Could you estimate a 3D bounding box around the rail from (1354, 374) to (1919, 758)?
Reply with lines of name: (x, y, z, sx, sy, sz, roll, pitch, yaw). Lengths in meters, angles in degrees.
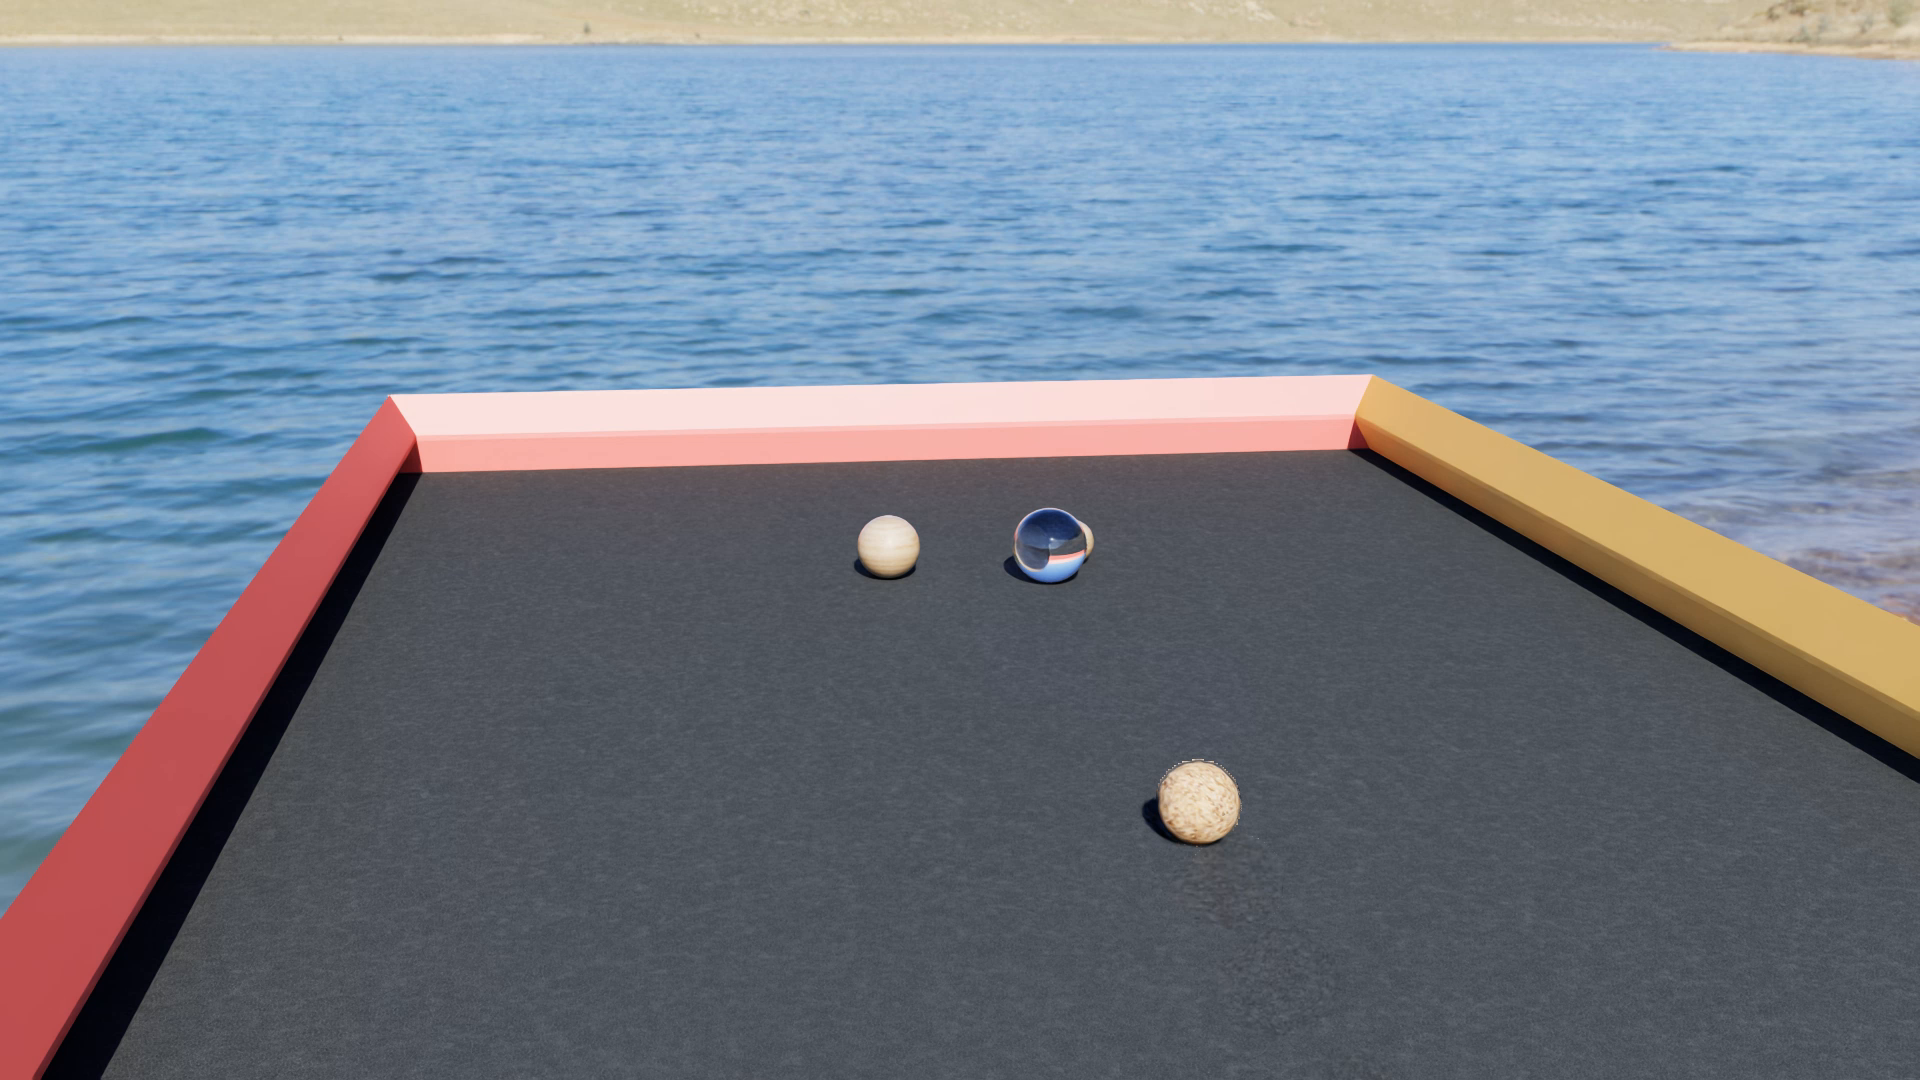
rail: (0.902, 0.125, 2.256, 0.045, 0.127, 3.168, -2, 13, -8)

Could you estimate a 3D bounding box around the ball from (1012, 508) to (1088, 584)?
ball: (0.116, 0.007, 2.850, 0.098, 0.098, 0.098, 0, 13, 0)

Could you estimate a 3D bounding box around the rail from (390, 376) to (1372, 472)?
rail: (-0.104, -0.192, 3.658, 1.651, 0.127, 0.045, -2, 13, -8)

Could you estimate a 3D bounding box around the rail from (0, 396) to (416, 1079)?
rail: (-0.687, 0.173, 2.044, 0.045, 0.127, 3.168, -2, 13, -8)

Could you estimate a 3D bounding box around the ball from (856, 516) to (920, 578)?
ball: (-0.093, 0.009, 2.874, 0.083, 0.083, 0.083, 0, 13, 0)

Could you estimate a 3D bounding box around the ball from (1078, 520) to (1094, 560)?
ball: (0.150, 0.002, 2.956, 0.060, 0.060, 0.060, 0, 13, 0)

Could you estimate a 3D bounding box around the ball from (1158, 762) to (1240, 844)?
ball: (0.209, 0.230, 1.923, 0.072, 0.072, 0.072, 0, 13, 0)
